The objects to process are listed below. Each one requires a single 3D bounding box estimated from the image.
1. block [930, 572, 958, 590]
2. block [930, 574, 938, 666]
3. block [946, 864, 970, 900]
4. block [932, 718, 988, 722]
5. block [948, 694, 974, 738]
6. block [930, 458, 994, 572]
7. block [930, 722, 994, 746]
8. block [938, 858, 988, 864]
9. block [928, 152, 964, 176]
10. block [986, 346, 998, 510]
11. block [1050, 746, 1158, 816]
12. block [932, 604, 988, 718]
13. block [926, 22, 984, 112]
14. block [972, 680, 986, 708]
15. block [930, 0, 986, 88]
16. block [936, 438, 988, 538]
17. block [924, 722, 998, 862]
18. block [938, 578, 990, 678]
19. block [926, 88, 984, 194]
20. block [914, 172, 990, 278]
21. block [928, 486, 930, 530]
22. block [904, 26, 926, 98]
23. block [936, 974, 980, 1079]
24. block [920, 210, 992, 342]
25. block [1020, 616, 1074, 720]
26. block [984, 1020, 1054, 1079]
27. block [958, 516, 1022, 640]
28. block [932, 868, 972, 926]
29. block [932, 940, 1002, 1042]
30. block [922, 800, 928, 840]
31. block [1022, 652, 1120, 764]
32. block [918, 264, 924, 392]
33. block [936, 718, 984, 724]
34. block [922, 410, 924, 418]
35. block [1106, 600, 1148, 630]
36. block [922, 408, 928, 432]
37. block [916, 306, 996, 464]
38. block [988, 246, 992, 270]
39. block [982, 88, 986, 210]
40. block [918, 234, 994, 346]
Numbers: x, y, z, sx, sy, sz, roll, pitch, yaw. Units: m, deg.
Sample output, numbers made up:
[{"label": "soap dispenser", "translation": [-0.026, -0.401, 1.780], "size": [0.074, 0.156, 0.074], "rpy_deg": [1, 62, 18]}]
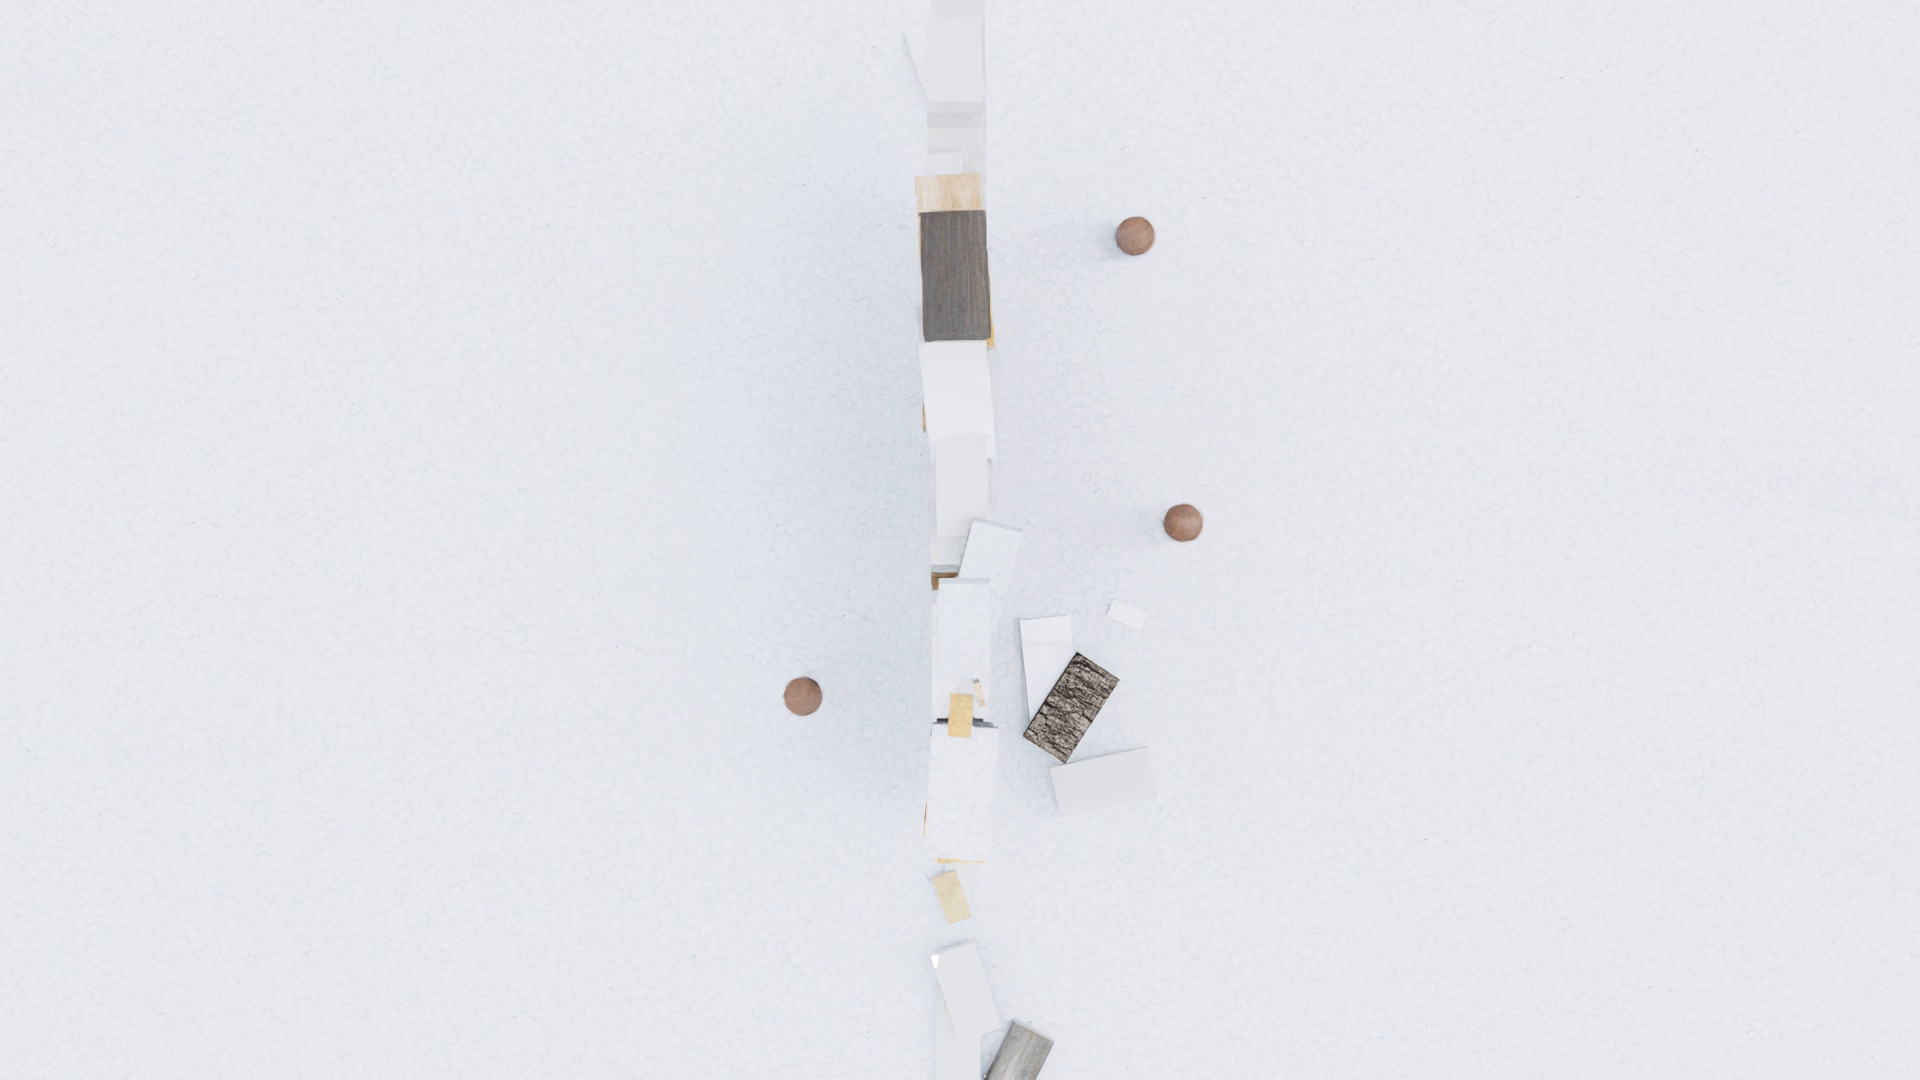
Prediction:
[{"label": "block", "translation": [0.005, 0.080, 4.596], "size": [0.171, 0.342, 0.048], "rpy_deg": [0, 75, 0]}, {"label": "block", "translation": [-0.001, 0.200, 4.792], "size": [0.167, 0.047, 0.333], "rpy_deg": [0, 90, 0]}, {"label": "block", "translation": [-0.007, 1.114, 5.488], "size": [0.082, 0.023, 0.164], "rpy_deg": [0, 90, 0]}, {"label": "block", "translation": [0.000, 0.705, 5.128], "size": [0.174, 0.049, 0.347], "rpy_deg": [0, 90, 0]}, {"label": "block", "translation": [0.002, 0.466, 4.375], "size": [0.062, 0.018, 0.124], "rpy_deg": [4, 52, 0]}, {"label": "block", "translation": [0.004, -0.077, 4.458], "size": [0.171, 0.048, 0.342], "rpy_deg": [0, 62, 0]}, {"label": "block", "translation": [0.008, 0.552, 4.602], "size": [0.176, 0.371, 0.050], "rpy_deg": [-3, 89, 0]}, {"label": "block", "translation": [0.006, 0.789, 4.790], "size": [0.146, 0.041, 0.293], "rpy_deg": [-1, 90, 0]}, {"label": "block", "translation": [-0.037, -0.995, 4.624], "size": [0.096, 0.027, 0.192], "rpy_deg": [-3, 70, 1]}, {"label": "block", "translation": [0.013, -0.311, 4.619], "size": [0.179, 0.051, 0.457], "rpy_deg": [1, 108, 0]}, {"label": "block", "translation": [0.476, 0.801, 5.477], "size": [0.330, 0.047, 0.165], "rpy_deg": [-12, 90, 0]}, {"label": "block", "translation": [0.001, 0.324, 4.441], "size": [0.152, 0.043, 0.304], "rpy_deg": [0, 90, 0]}, {"label": "block", "translation": [-0.016, -1.303, 4.538], "size": [0.152, 0.043, 0.303], "rpy_deg": [0, 60, -2]}, {"label": "block", "translation": [0.050, 0.405, 4.358], "size": [0.018, 0.124, 0.062], "rpy_deg": [-15, 90, -1]}, {"label": "block", "translation": [-0.004, -1.387, 4.714], "size": [0.152, 0.043, 0.352], "rpy_deg": [-1, 116, 0]}, {"label": "block", "translation": [0.004, -0.138, 4.397], "size": [0.134, 0.038, 0.267], "rpy_deg": [0, 79, -2]}, {"label": "block", "translation": [0.003, 0.669, 4.391], "size": [0.176, 0.050, 0.352], "rpy_deg": [4, 90, 0]}, {"label": "block", "translation": [0.013, 0.233, 4.353], "size": [0.134, 0.038, 0.267], "rpy_deg": [0, 110, 1]}, {"label": "block", "translation": [-0.013, -1.121, 4.667], "size": [0.158, 0.045, 0.315], "rpy_deg": [1, 129, 1]}, {"label": "block", "translation": [-0.022, -0.830, 4.514], "size": [0.179, 0.051, 0.358], "rpy_deg": [-5, 71, -1]}, {"label": "block", "translation": [-0.002, -0.047, 4.693], "size": [0.171, 0.391, 0.048], "rpy_deg": [0, 66, 0]}, {"label": "block", "translation": [-0.065, -1.561, 5.479], "size": [0.152, 0.043, 0.303], "rpy_deg": [-19, 90, 0]}, {"label": "block", "translation": [-0.007, 1.829, 5.479], "size": [0.147, 0.042, 0.837], "rpy_deg": [0, 90, 0]}, {"label": "block", "translation": [-0.013, -0.709, 4.417], "size": [0.179, 0.051, 0.358], "rpy_deg": [-2, 73, 0]}, {"label": "block", "translation": [0.298, 0.423, 5.477], "size": [0.165, 0.047, 0.330], "rpy_deg": [-6, 90, 0]}, {"label": "block", "translation": [0.179, 1.759, 5.456], "size": [0.147, 0.042, 0.293], "rpy_deg": [28, 85, -7]}, {"label": "block", "translation": [0.062, 0.103, 4.348], "size": [0.134, 0.038, 0.310], "rpy_deg": [13, 109, -4]}, {"label": "block", "translation": [-0.026, 1.183, 5.465], "size": [0.082, 0.023, 0.164], "rpy_deg": [-20, 90, 0]}, {"label": "block", "translation": [0.021, 1.486, 5.438], "size": [0.147, 0.042, 0.293], "rpy_deg": [-18, 90, 0]}, {"label": "block", "translation": [-0.010, 0.781, 4.593], "size": [0.176, 0.352, 0.050], "rpy_deg": [3, 90, 0]}, {"label": "block", "translation": [0.366, 0.552, 5.430], "size": [0.165, 0.047, 0.330], "rpy_deg": [33, 90, 0]}, {"label": "block", "translation": [-0.026, -0.596, 4.648], "size": [0.179, 0.051, 0.357], "rpy_deg": [-1, 86, 0]}, {"label": "block", "translation": [0.000, 0.505, 4.807], "size": [0.138, 0.039, 0.275], "rpy_deg": [-1, 90, 0]}, {"label": "block", "translation": [-0.013, -0.419, 4.945], "size": [0.177, 0.354, 0.050], "rpy_deg": [7, 107, 0]}, {"label": "block", "translation": [0.557, 0.249, 5.491], "size": [0.124, 0.018, 0.062], "rpy_deg": [22, 90, 0]}, {"label": "block", "translation": [-0.007, -0.482, 4.735], "size": [0.177, 0.050, 0.354], "rpy_deg": [4, 85, 0]}, {"label": "block", "translation": [-0.010, -0.425, 4.459], "size": [0.179, 0.051, 0.426], "rpy_deg": [-6, 93, -2]}, {"label": "block", "translation": [0.003, -0.682, 4.705], "size": [0.158, 0.045, 0.315], "rpy_deg": [4, 85, 0]}, {"label": "block", "translation": [-0.003, -1.016, 4.810], "size": [0.158, 0.045, 0.594], "rpy_deg": [0, 124, 1]}, {"label": "block", "translation": [-0.012, -0.698, 4.573], "size": [0.179, 0.051, 0.357], "rpy_deg": [-5, 66, -2]}]
